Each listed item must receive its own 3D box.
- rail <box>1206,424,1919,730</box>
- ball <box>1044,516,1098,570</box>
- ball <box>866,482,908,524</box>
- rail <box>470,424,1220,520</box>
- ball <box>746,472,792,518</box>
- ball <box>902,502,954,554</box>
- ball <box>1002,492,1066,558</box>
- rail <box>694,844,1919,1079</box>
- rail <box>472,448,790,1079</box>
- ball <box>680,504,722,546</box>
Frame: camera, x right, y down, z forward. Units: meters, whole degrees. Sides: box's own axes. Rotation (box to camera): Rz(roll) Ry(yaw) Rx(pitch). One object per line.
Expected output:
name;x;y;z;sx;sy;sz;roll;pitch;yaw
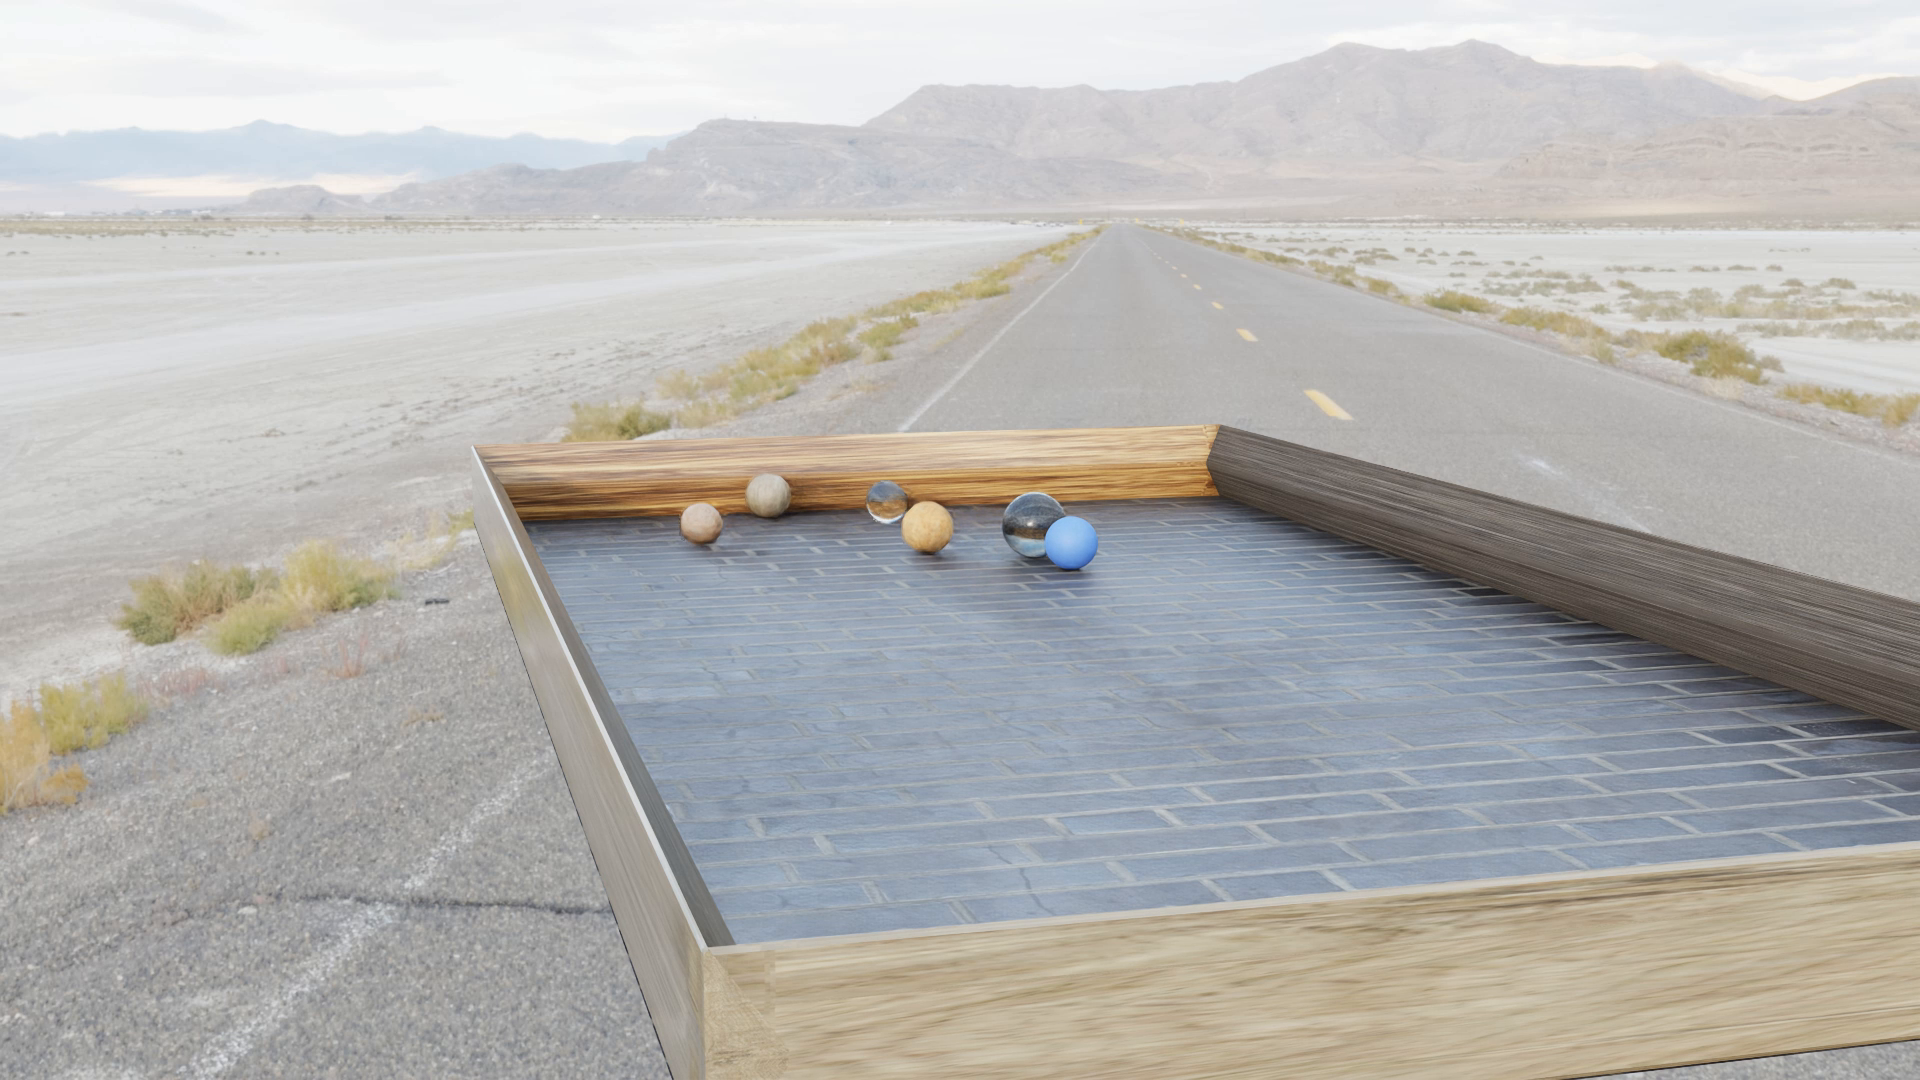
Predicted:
rail;0.789;0.043;2.758;0.045;0.128;2.591;-2;9;-15
ball;0.161;0.004;3.187;0.078;0.078;0.078;0;9;0
ball;-0.121;-0.062;3.655;0.069;0.069;0.069;0;9;0
rail;-0.162;-0.117;3.807;1.332;0.128;0.045;-2;9;-15
ball;-0.323;-0.075;3.714;0.076;0.076;0.076;0;9;0
ball;-0.049;-0.019;3.339;0.079;0.079;0.079;0;9;0
ball;0.112;-0.022;3.294;0.098;0.098;0.098;0;9;0
rail;0.500;0.253;1.379;1.332;0.128;0.045;-2;9;-15
rail;-0.452;0.094;2.427;0.045;0.128;2.591;-2;9;-15
ball;-0.402;-0.024;3.414;0.066;0.066;0.066;0;9;0
